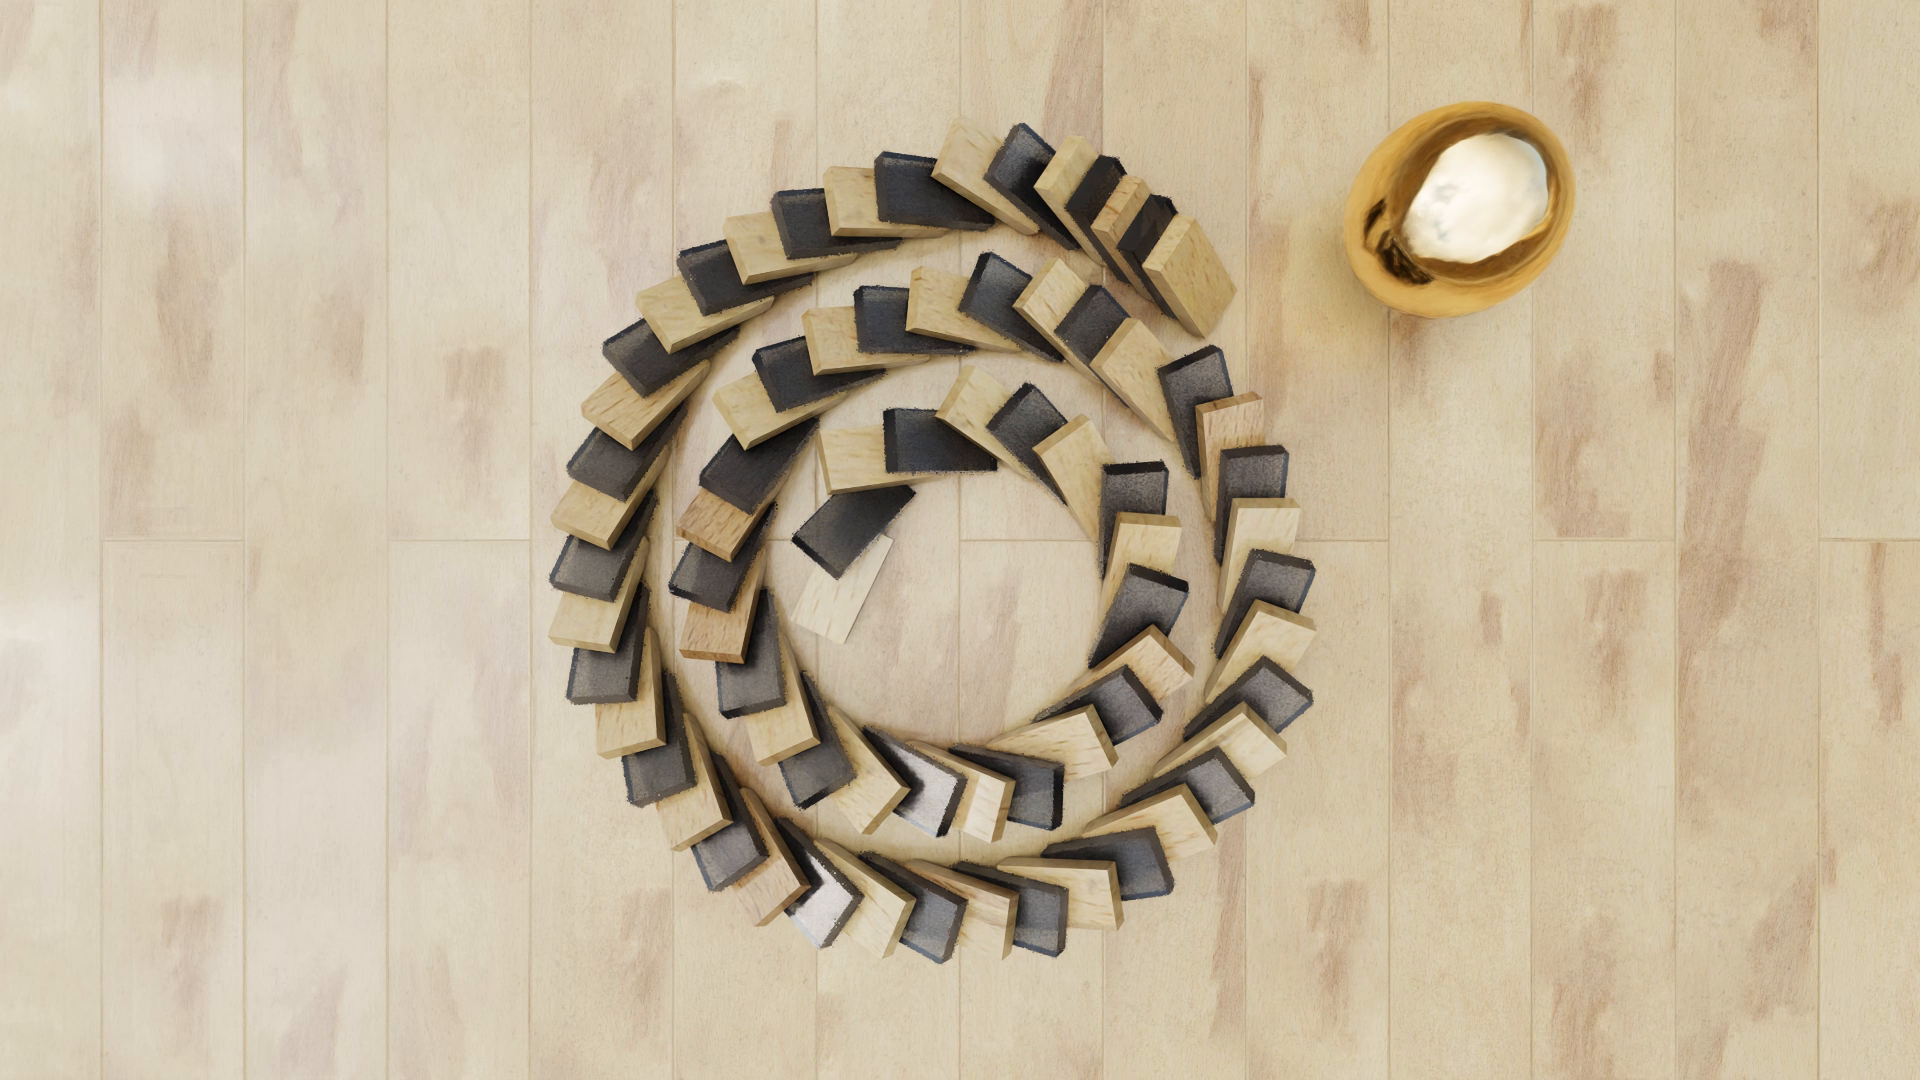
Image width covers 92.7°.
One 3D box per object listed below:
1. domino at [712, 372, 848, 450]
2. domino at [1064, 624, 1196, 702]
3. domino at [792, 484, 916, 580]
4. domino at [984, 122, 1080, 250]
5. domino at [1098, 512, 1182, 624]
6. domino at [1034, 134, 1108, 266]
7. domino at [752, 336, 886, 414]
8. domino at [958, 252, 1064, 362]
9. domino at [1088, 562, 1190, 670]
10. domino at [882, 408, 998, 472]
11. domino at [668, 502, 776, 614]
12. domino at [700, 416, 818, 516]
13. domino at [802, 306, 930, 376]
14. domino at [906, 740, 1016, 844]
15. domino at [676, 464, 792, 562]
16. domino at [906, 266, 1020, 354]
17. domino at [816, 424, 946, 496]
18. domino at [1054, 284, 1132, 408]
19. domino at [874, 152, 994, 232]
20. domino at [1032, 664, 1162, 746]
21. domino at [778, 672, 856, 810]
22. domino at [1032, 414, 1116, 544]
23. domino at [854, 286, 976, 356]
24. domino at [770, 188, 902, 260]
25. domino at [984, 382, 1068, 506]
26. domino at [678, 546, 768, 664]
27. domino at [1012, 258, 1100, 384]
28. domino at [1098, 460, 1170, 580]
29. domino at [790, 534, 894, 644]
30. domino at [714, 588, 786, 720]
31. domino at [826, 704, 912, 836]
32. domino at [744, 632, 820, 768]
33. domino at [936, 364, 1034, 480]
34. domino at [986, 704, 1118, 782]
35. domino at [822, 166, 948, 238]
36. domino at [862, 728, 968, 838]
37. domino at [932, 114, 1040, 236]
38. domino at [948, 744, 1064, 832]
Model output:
[{"bbox_3d":[-0.075,-0.060,0.383,0.050,0.010,0.025,-33,89,-30],"label":"domino"},{"bbox_3d":[0.070,0.059,0.383,0.025,0.009,0.050,45,121,-3],"label":"domino"},{"bbox_3d":[-0.044,-0.010,0.385,0.025,0.010,0.050,41,63,0],"label":"domino"},{"bbox_3d":[0.036,-0.147,0.384,0.050,0.009,0.025,30,90,-29],"label":"domino"},{"bbox_3d":[0.075,0.013,0.383,0.025,0.009,0.050,4,121,-1],"label":"domino"},{"bbox_3d":[0.054,-0.139,0.379,0.050,0.009,0.025,34,90,-44],"label":"domino"},{"bbox_3d":[-0.058,-0.073,0.383,0.050,0.009,0.025,-25,89,-30],"label":"domino"},{"bbox_3d":[0.026,-0.097,0.384,0.050,0.009,0.025,22,90,-30],"label":"domino"},{"bbox_3d":[0.074,0.036,0.383,0.025,0.010,0.050,18,120,0],"label":"domino"},{"bbox_3d":[-0.008,-0.041,0.382,0.050,0.010,0.025,-3,90,-36],"label":"domino"},{"bbox_3d":[-0.099,0.003,0.384,0.025,0.010,0.050,19,61,1],"label":"domino"},{"bbox_3d":[-0.084,-0.037,0.384,0.025,0.010,0.050,31,62,0],"label":"domino"},{"bbox_3d":[-0.039,-0.085,0.384,0.050,0.009,0.025,-12,90,-29],"label":"domino"},{"bbox_3d":[-0.003,0.104,0.383,0.050,0.009,0.025,14,91,31],"label":"domino"},{"bbox_3d":[-0.094,-0.018,0.384,0.025,0.009,0.050,27,61,1],"label":"domino"},{"bbox_3d":[0.003,-0.096,0.384,0.050,0.010,0.025,6,90,-30],"label":"domino"},{"bbox_3d":[-0.033,-0.035,0.385,0.050,0.009,0.025,-9,82,-21],"label":"domino"},{"bbox_3d":[0.065,-0.080,0.384,0.050,0.010,0.025,38,90,-29],"label":"domino"},{"bbox_3d":[-0.010,-0.145,0.384,0.050,0.010,0.025,-5,90,-29],"label":"domino"},{"bbox_3d":[0.056,0.075,0.383,0.050,0.009,0.025,-36,92,30],"label":"domino"},{"bbox_3d":[-0.065,0.083,0.383,0.025,0.009,0.050,-32,60,0],"label":"domino"},{"bbox_3d":[0.054,-0.025,0.384,0.025,0.009,0.050,-36,119,0],"label":"domino"},{"bbox_3d":[-0.019,-0.091,0.384,0.050,0.010,0.025,-5,90,-29],"label":"domino"},{"bbox_3d":[-0.051,-0.134,0.384,0.050,0.010,0.025,-16,90,-28],"label":"domino"},{"bbox_3d":[0.036,-0.039,0.383,0.025,0.010,0.050,-48,120,0],"label":"domino"},{"bbox_3d":[-0.098,0.026,0.383,0.025,0.010,0.050,5,60,1],"label":"domino"},{"bbox_3d":[0.048,-0.091,0.384,0.050,0.009,0.025,37,90,-29],"label":"domino"},{"bbox_3d":[0.072,-0.008,0.382,0.025,0.010,0.050,-4,122,-3],"label":"domino"},{"bbox_3d":[-0.050,0.017,0.395,0.025,0.010,0.050,26,90,0],"label":"domino"},{"bbox_3d":[-0.089,0.047,0.384,0.025,0.010,0.050,-14,61,0],"label":"domino"},{"bbox_3d":[-0.046,0.096,0.383,0.025,0.010,0.050,-49,59,0],"label":"domino"},{"bbox_3d":[-0.078,0.066,0.384,0.025,0.010,0.050,-24,61,0],"label":"domino"},{"bbox_3d":[0.016,-0.049,0.383,0.050,0.009,0.025,32,89,-31],"label":"domino"},{"bbox_3d":[0.038,0.089,0.383,0.050,0.009,0.025,-26,90,30],"label":"domino"},{"bbox_3d":[-0.031,-0.141,0.384,0.050,0.010,0.025,-9,90,-28],"label":"domino"},{"bbox_3d":[-0.023,0.101,0.383,0.050,0.009,0.025,21,90,31],"label":"domino"},{"bbox_3d":[0.015,-0.152,0.384,0.050,0.010,0.025,22,90,-29],"label":"domino"},{"bbox_3d":[0.018,0.103,0.382,0.050,0.010,0.025,3,92,32],"label":"domino"}]
